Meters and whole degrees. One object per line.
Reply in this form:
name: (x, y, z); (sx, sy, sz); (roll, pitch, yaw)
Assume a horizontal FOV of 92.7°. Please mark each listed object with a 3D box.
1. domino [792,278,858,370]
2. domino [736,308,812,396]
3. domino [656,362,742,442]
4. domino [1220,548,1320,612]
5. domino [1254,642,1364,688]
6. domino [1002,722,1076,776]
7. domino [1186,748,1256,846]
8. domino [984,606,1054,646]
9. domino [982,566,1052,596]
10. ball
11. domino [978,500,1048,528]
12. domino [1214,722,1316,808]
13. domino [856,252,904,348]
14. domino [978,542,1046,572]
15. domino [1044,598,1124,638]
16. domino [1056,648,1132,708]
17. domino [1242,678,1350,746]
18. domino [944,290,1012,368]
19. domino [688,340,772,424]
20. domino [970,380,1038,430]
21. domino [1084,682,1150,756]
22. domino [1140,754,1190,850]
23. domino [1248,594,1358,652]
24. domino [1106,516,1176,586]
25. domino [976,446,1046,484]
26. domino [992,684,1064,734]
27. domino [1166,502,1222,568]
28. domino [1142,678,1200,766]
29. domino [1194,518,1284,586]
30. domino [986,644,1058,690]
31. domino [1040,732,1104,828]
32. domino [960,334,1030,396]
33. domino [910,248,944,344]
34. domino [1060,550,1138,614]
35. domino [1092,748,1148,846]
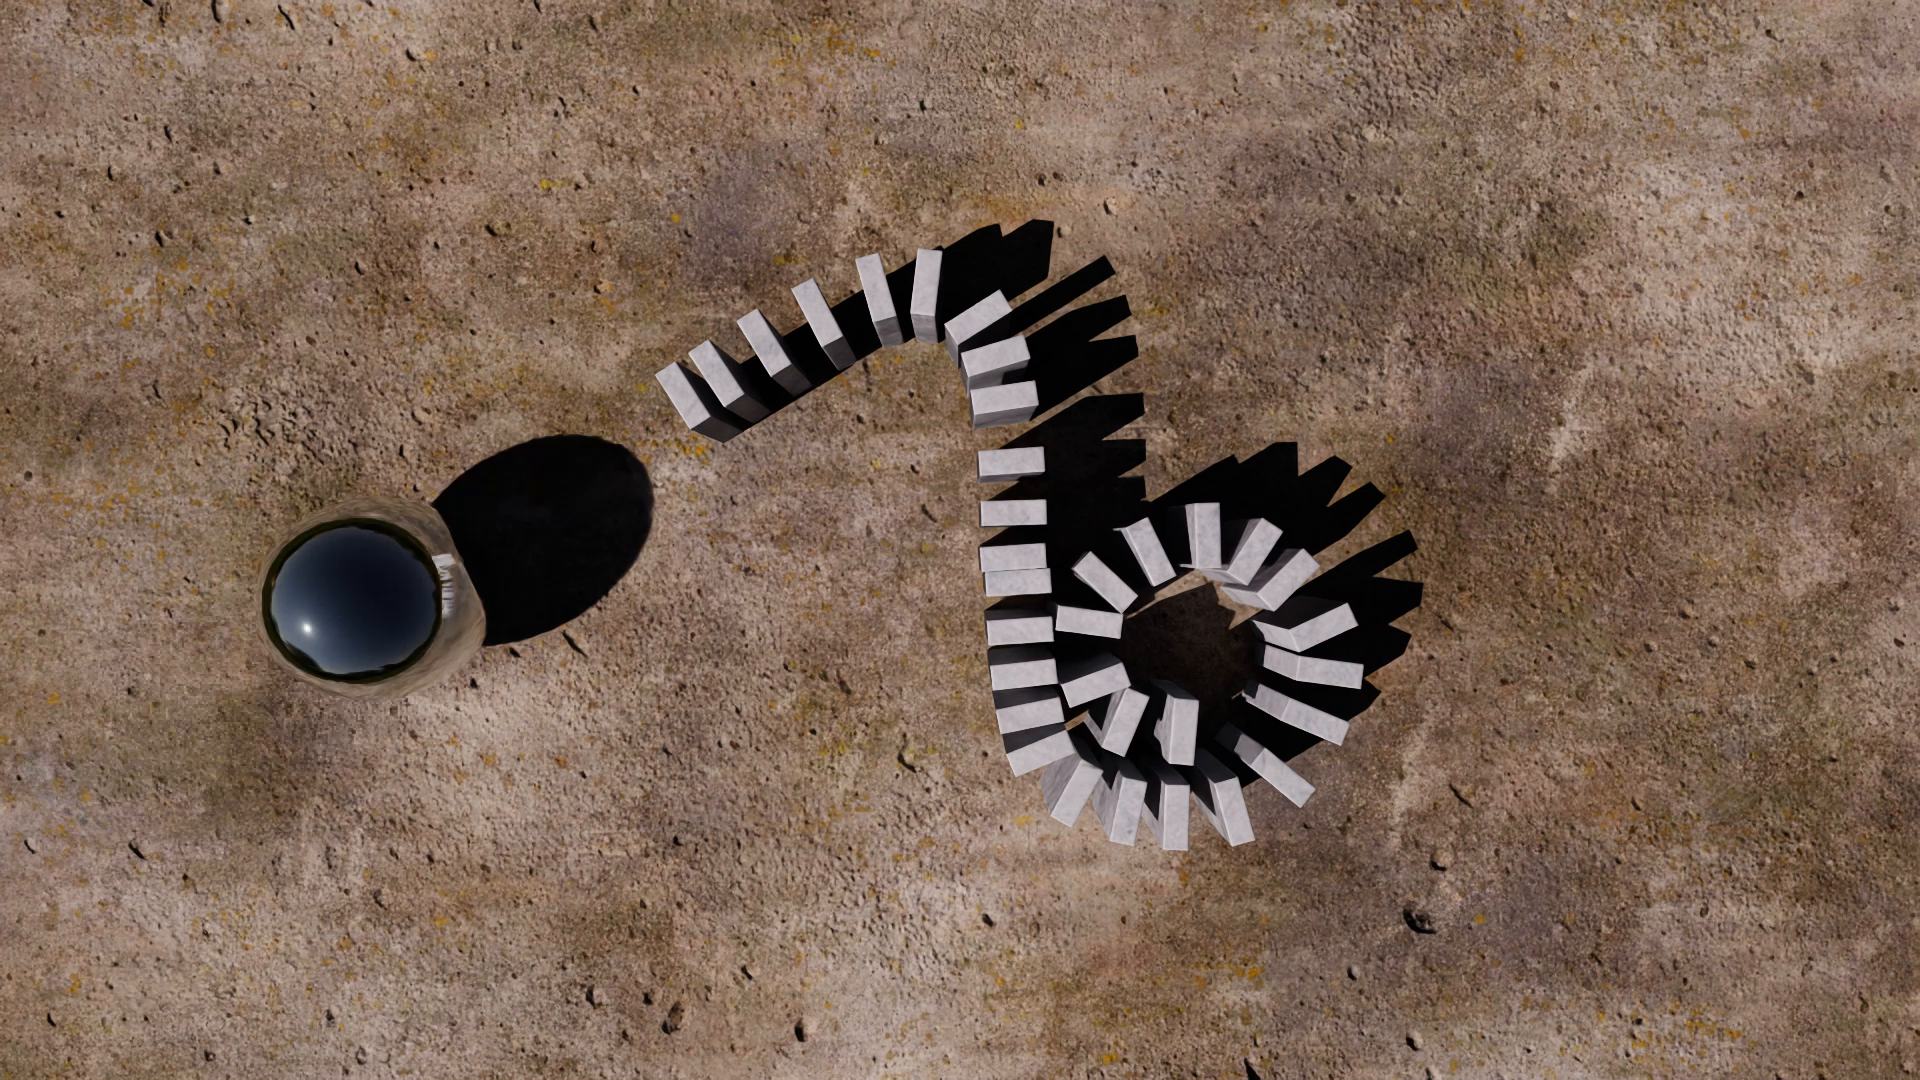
domino: (-0.054, -0.087, 0.375); (0.010, 0.050, 0.025); (-27, 90, 0)
domino: (-0.075, -0.076, 0.375); (0.009, 0.050, 0.025); (-32, 90, 0)
domino: (-0.106, -0.055, 0.375); (0.009, 0.050, 0.025); (-33, 90, 0)
domino: (0.126, 0.015, 0.375); (0.025, 0.050, 0.010); (-45, 90, 0)
domino: (0.141, 0.051, 0.375); (0.025, 0.050, 0.009); (8, 90, 0)
domino: (0.031, 0.081, 0.375); (0.025, 0.050, 0.009); (-22, 90, 0)
domino: (0.105, 0.104, 0.375); (0.010, 0.050, 0.025); (-16, 90, 0)
domino: (0.023, 0.035, 0.375); (0.025, 0.050, 0.009); (-4, 90, 0)
domino: (0.022, 0.016, 0.375); (0.025, 0.050, 0.009); (-3, 90, 0)
ball: (-0.227, 0.023, 0.360); (0.080, 0.080, 0.080); (0, 90, 0)
domino: (0.021, -0.010, 0.375); (0.025, 0.050, 0.010); (-2, 90, 0)
domino: (0.123, 0.091, 0.375); (0.025, 0.050, 0.010); (39, 90, 0)
domino: (-0.032, -0.097, 0.375); (0.009, 0.050, 0.025); (-16, 90, 0)
domino: (0.020, 0.007, 0.375); (0.025, 0.050, 0.010); (-4, 90, 0)
domino: (0.050, 0.031, 0.375); (0.025, 0.050, 0.009); (8, 90, 0)
domino: (0.052, 0.055, 0.375); (0.025, 0.050, 0.009); (-20, 90, 0)
domino: (0.136, 0.069, 0.375); (0.025, 0.050, 0.010); (23, 90, 0)
domino: (0.007, -0.085, 0.375); (0.025, 0.050, 0.009); (-32, 90, 0)
domino: (-0.093, -0.064, 0.375); (0.010, 0.050, 0.025); (-34, 90, 0)
domino: (0.017, -0.055, 0.375); (0.025, 0.050, 0.009); (-9, 90, 0)
domino: (0.063, 0.070, 0.375); (0.009, 0.050, 0.025); (23, 90, 0)
domino: (0.083, 0.106, 0.375); (0.010, 0.050, 0.025); (2, 90, 0)
domino: (0.139, 0.033, 0.375); (0.025, 0.050, 0.009); (-25, 90, 0)
domino: (0.073, 0.004, 0.375); (0.009, 0.050, 0.025); (-26, 90, 0)
domino: (0.020, -0.030, 0.375); (0.025, 0.050, 0.010); (-4, 90, 0)
domino: (0.027, 0.067, 0.375); (0.025, 0.050, 0.010); (-11, 90, 0)
domino: (0.095, -0.002, 0.375); (0.010, 0.050, 0.025); (-2, 90, 0)
domino: (0.086, 0.073, 0.375); (0.010, 0.050, 0.025); (5, 90, 0)
domino: (0.113, 0.004, 0.375); (0.010, 0.050, 0.025); (33, 90, 0)
domino: (0.025, 0.051, 0.375); (0.025, 0.050, 0.010); (-6, 90, 0)
domino: (0.045, 0.097, 0.375); (0.009, 0.050, 0.025); (29, 90, 0)
domino: (0.014, -0.070, 0.375); (0.025, 0.050, 0.009); (-17, 90, 0)
domino: (-0.013, -0.099, 0.375); (0.010, 0.050, 0.025); (7, 90, 0)
domino: (0.056, 0.016, 0.375); (0.025, 0.050, 0.010); (43, 90, 0)
domino: (0.065, 0.104, 0.375); (0.010, 0.050, 0.025); (12, 90, 0)
